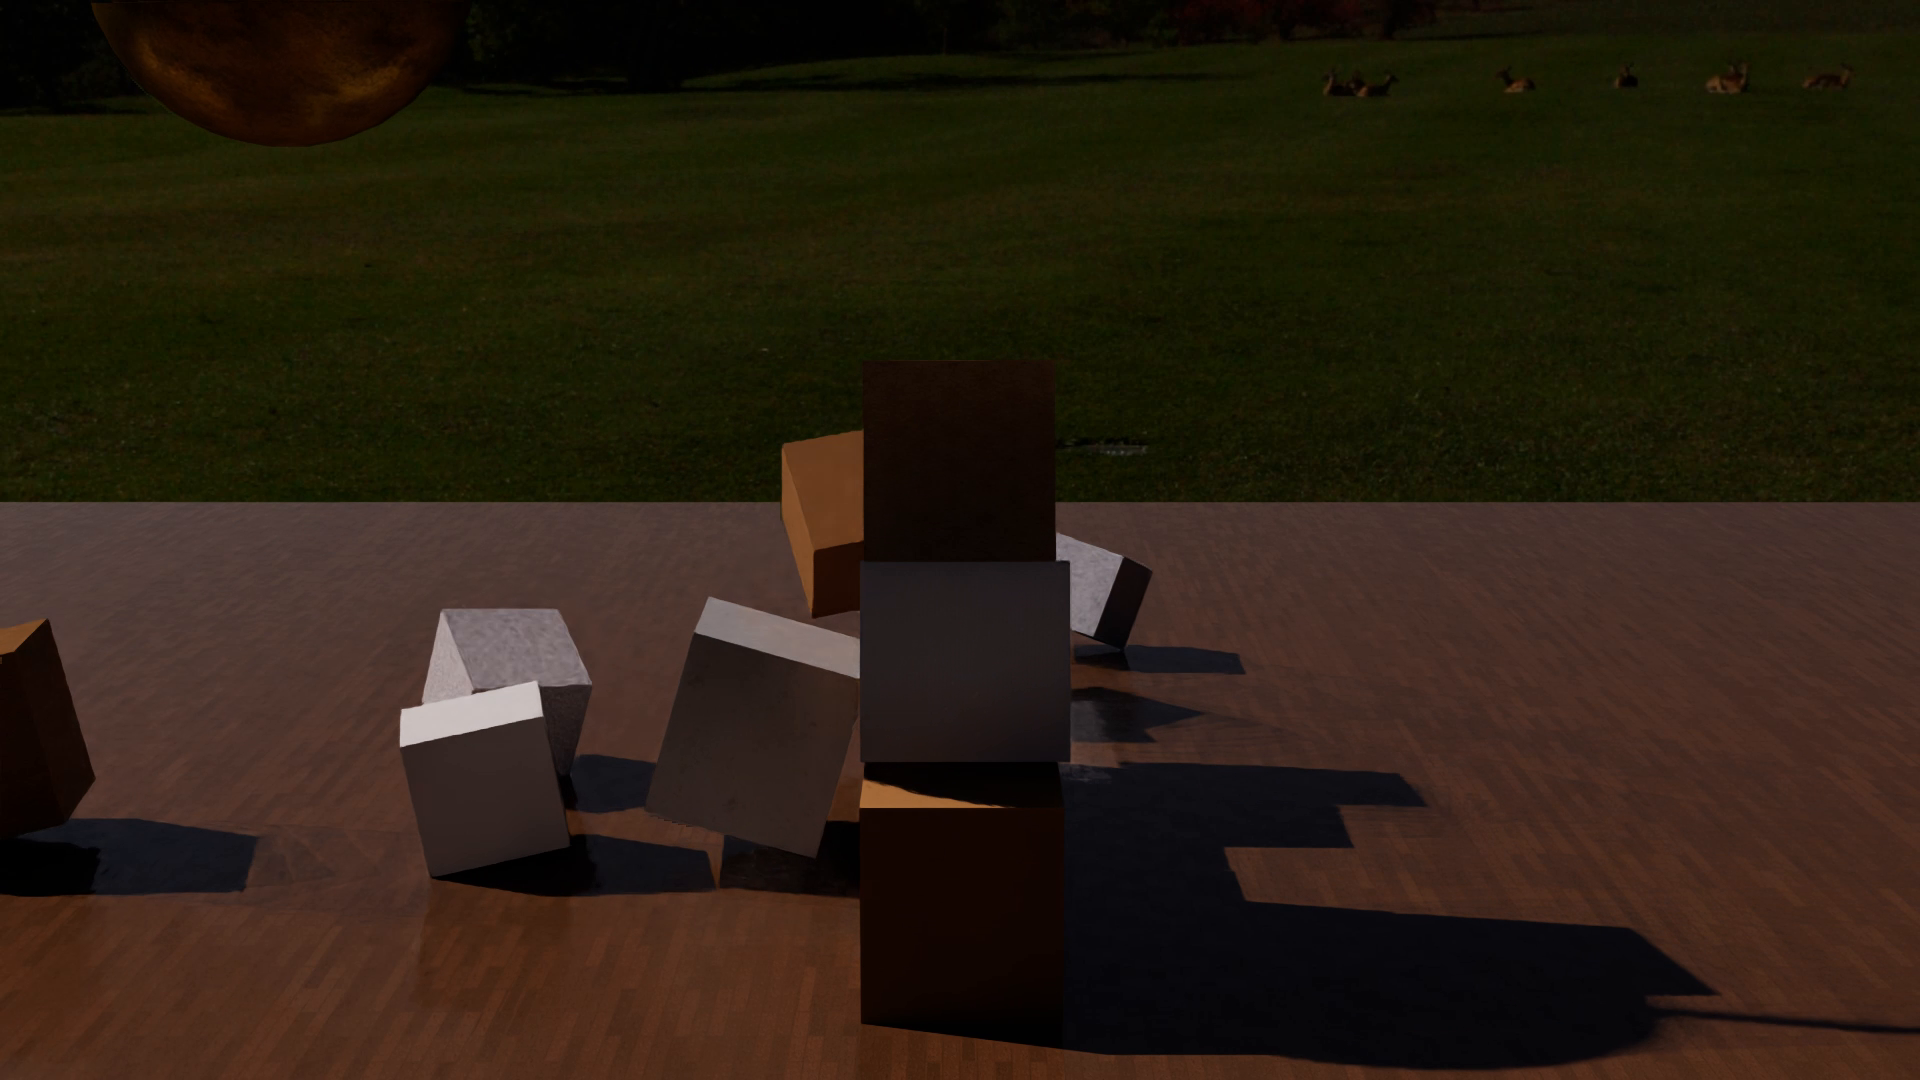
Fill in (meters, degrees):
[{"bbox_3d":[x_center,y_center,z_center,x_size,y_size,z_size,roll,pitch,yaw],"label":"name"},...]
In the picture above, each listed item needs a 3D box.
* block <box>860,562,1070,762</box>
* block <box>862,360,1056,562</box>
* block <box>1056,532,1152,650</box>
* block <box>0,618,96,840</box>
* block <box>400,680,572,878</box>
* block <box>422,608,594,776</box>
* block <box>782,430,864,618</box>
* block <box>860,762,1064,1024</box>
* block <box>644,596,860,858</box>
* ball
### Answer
[{"bbox_3d":[0.011,0.480,10.187,0.805,0.768,0.709,0,-2,-2],"label":"block"},{"bbox_3d":[-0.013,-0.323,10.727,0.775,0.824,0.766,0,2,-1],"label":"block"},{"bbox_3d":[0.779,0.311,15.670,0.502,0.517,0.560,20,-2,25],"label":"block"},{"bbox_3d":[-4.546,0.915,11.765,0.797,0.812,0.819,-14,11,-7],"label":"block"},{"bbox_3d":[-2.149,1.073,11.605,0.631,0.619,0.606,-12,14,-9],"label":"block"},{"bbox_3d":[-2.291,0.770,12.949,0.612,0.581,0.635,0,36,-28],"label":"block"},{"bbox_3d":[-0.572,-0.113,14.532,0.717,0.659,0.758,-11,55,-12],"label":"block"},{"bbox_3d":[0.006,1.337,9.873,0.756,0.838,0.697,0,10,0],"label":"block"},{"bbox_3d":[-0.909,0.836,11.692,0.786,0.831,0.919,16,8,-4],"label":"block"},{"bbox_3d":[-2.839,-2.451,10.735,1.600,1.600,1.600,0,10,0],"label":"ball"}]
